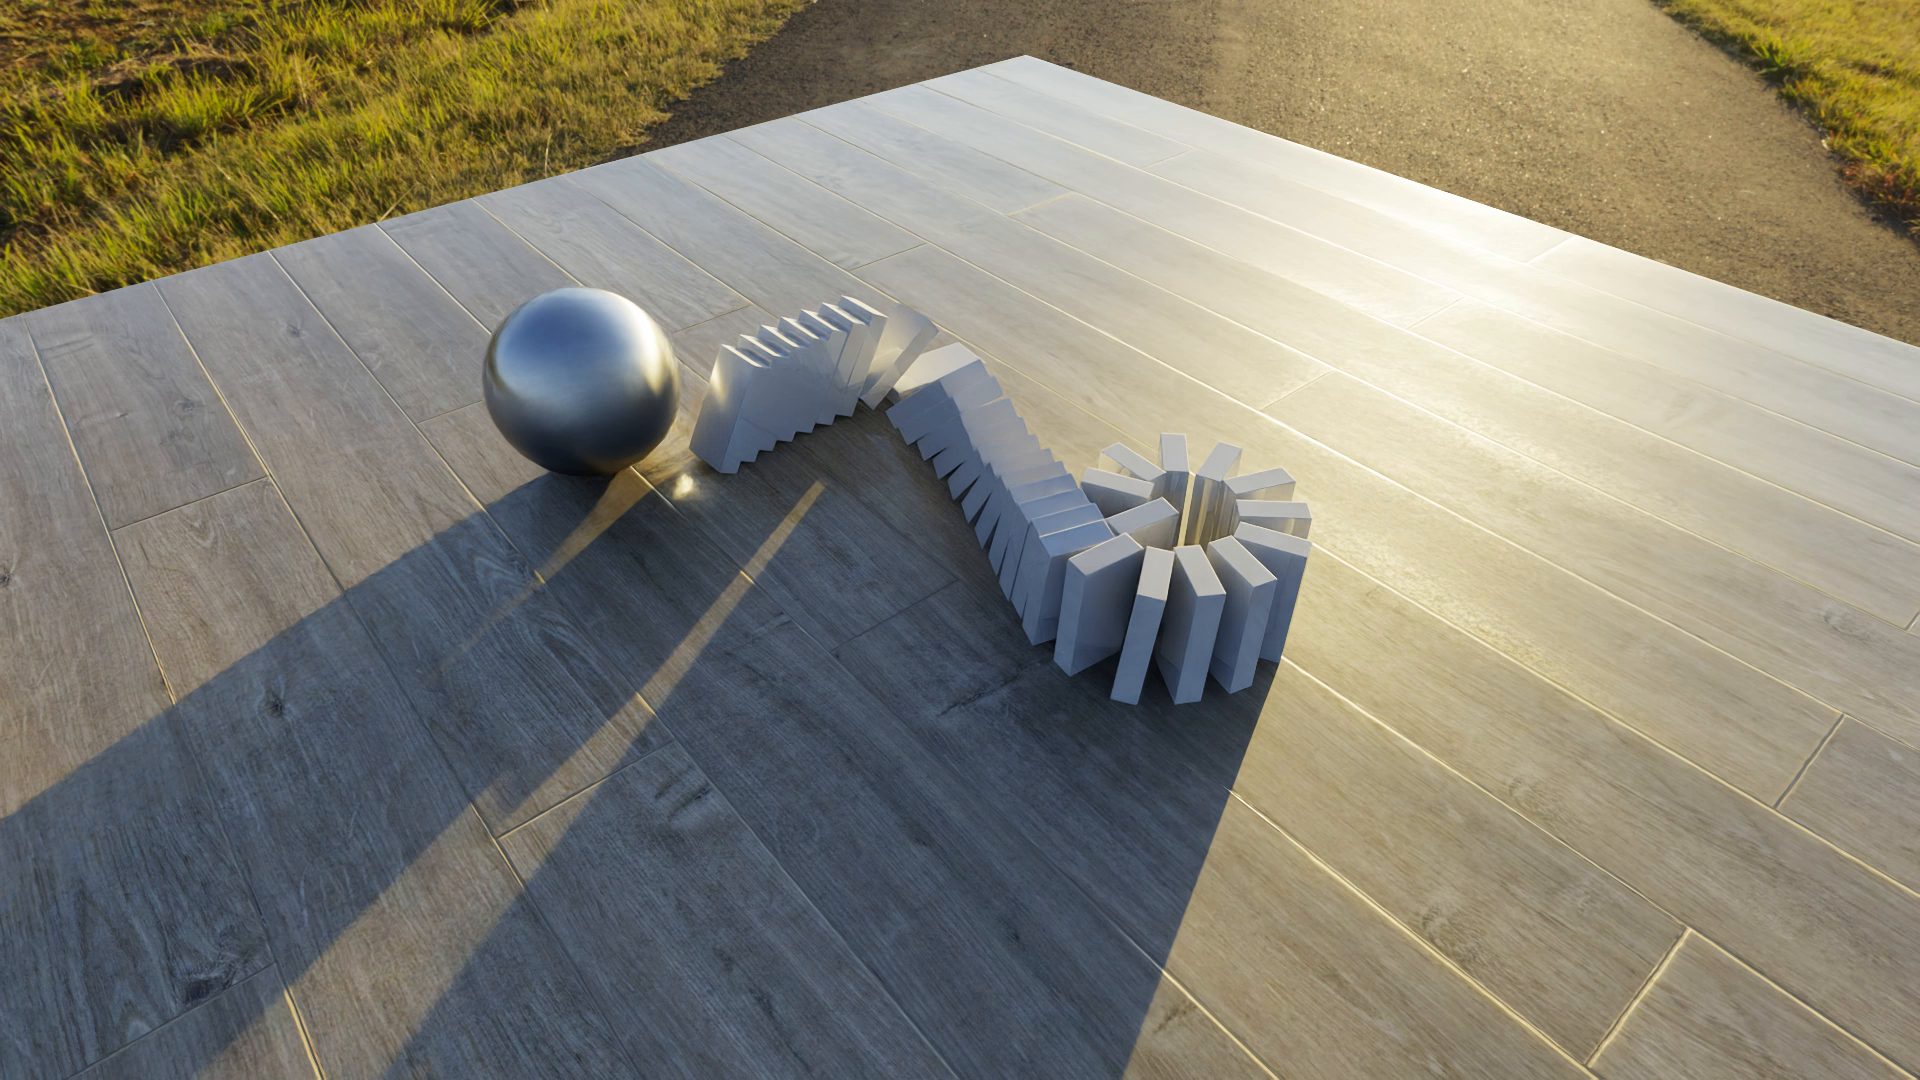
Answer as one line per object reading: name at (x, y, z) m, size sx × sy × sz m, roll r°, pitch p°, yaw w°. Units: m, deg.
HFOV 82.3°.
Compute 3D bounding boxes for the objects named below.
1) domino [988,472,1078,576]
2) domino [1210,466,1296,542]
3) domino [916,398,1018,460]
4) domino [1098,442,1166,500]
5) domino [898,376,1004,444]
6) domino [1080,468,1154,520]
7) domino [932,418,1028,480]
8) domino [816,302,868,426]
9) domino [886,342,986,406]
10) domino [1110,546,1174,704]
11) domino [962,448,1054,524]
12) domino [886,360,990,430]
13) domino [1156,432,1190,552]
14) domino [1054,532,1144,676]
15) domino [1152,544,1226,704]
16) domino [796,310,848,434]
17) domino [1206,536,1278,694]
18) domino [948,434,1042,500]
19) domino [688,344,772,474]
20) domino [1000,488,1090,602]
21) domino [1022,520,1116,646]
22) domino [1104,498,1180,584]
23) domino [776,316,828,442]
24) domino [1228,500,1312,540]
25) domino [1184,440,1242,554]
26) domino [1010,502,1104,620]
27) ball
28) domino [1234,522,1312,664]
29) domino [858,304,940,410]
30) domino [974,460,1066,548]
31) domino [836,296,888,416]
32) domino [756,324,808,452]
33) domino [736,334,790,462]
domino at (0.028, -0.005, 0.418) m, size 0.025 × 0.050 × 0.009 m, roll -14°, pitch 63°, yaw -16°
domino at (0.108, -0.002, 0.414) m, size 0.025 × 0.050 × 0.010 m, roll -12°, pitch 41°, yaw -14°
domino at (0.002, -0.048, 0.477) m, size 0.025 × 0.010 × 0.050 m, roll -22°, pitch 1°, yaw -24°
domino at (0.064, -0.010, 0.423) m, size 0.009 × 0.050 × 0.025 m, roll -26°, pitch 46°, yaw -28°
domino at (-0.005, -0.057, 0.489) m, size 0.025 × 0.010 × 0.050 m, roll -30°, pitch 6°, yaw -32°
domino at (0.056, -0.002, 0.413) m, size 0.025 × 0.050 × 0.009 m, roll 16°, pitch 42°, yaw 15°
domino at (0.008, -0.038, 0.464) m, size 0.025 × 0.050 × 0.010 m, roll -17°, pitch 87°, yaw -19°
domino at (-0.062, -0.082, 0.513) m, size 0.010 × 0.050 × 0.025 m, roll 2°, pitch 27°, yaw -48°
domino at (-0.015, -0.081, 0.543) m, size 0.050 × 0.009 × 0.025 m, roll -23°, pitch 44°, yaw -25°
domino at (0.062, 0.030, 0.375) m, size 0.009 × 0.050 × 0.025 m, roll 13°, pitch 41°, yaw 8°
domino at (0.019, -0.021, 0.440) m, size 0.025 × 0.050 × 0.010 m, roll -14°, pitch 77°, yaw -16°
domino at (-0.011, -0.066, 0.499) m, size 0.025 × 0.010 × 0.050 m, roll -31°, pitch 6°, yaw -33°
domino at (0.081, -0.014, 0.428) m, size 0.010 × 0.050 × 0.025 m, roll 4°, pitch 39°, yaw 4°
domino at (0.048, 0.023, 0.383) m, size 0.025 × 0.050 × 0.010 m, roll -23°, pitch 48°, yaw -26°
domino at (0.078, 0.029, 0.376) m, size 0.009 × 0.050 × 0.025 m, roll -5°, pitch 40°, yaw -9°
domino at (-0.071, -0.078, 0.508) m, size 0.010 × 0.050 × 0.025 m, roll 2°, pitch 27°, yaw -49°
domino at (0.093, 0.026, 0.379) m, size 0.010 × 0.050 × 0.025 m, roll -17°, pitch 42°, yaw -19°
domino at (0.014, -0.029, 0.452) m, size 0.025 × 0.050 × 0.009 m, roll -15°, pitch 82°, yaw -17°
domino at (-0.101, -0.057, 0.483) m, size 0.025 × 0.050 × 0.009 m, roll 34°, pitch 20°, yaw 34°
domino at (0.031, 0.002, 0.408) m, size 0.025 × 0.050 × 0.010 m, roll -15°, pitch 58°, yaw -17°
domino at (0.038, 0.016, 0.392) m, size 0.025 × 0.050 × 0.009 m, roll -15°, pitch 52°, yaw -18°
domino at (0.062, 0.010, 0.399) m, size 0.025 × 0.050 × 0.010 m, roll -20°, pitch 48°, yaw -23°
domino at (-0.079, -0.073, 0.502) m, size 0.009 × 0.050 × 0.025 m, roll 2°, pitch 27°, yaw -49°
domino at (0.110, 0.009, 0.401) m, size 0.025 × 0.050 × 0.009 m, roll 2°, pitch 39°, yaw 3°
domino at (0.096, -0.010, 0.424) m, size 0.010 × 0.050 × 0.025 m, roll 20°, pitch 43°, yaw 23°
domino at (0.035, 0.008, 0.401) m, size 0.025 × 0.050 × 0.009 m, roll -15°, pitch 57°, yaw -17°
ball at (-0.160, -0.067, 0.469) m, size 0.080 × 0.080 × 0.080 m, roll 0°, pitch 39°, yaw 0°
domino at (0.106, 0.019, 0.388) m, size 0.025 × 0.050 × 0.009 m, roll 17°, pitch 42°, yaw 20°
domino at (-0.036, -0.089, 0.530) m, size 0.050 × 0.009 × 0.025 m, roll -50°, pitch 50°, yaw -4°
domino at (0.023, -0.013, 0.429) m, size 0.025 × 0.050 × 0.009 m, roll -14°, pitch 71°, yaw -16°
domino at (-0.053, -0.087, 0.518) m, size 0.010 × 0.050 × 0.025 m, roll 2°, pitch 26°, yaw -48°
domino at (-0.087, -0.068, 0.496) m, size 0.025 × 0.050 × 0.009 m, roll 36°, pitch 21°, yaw 36°
domino at (-0.095, -0.063, 0.490) m, size 0.025 × 0.050 × 0.009 m, roll 34°, pitch 20°, yaw 34°
